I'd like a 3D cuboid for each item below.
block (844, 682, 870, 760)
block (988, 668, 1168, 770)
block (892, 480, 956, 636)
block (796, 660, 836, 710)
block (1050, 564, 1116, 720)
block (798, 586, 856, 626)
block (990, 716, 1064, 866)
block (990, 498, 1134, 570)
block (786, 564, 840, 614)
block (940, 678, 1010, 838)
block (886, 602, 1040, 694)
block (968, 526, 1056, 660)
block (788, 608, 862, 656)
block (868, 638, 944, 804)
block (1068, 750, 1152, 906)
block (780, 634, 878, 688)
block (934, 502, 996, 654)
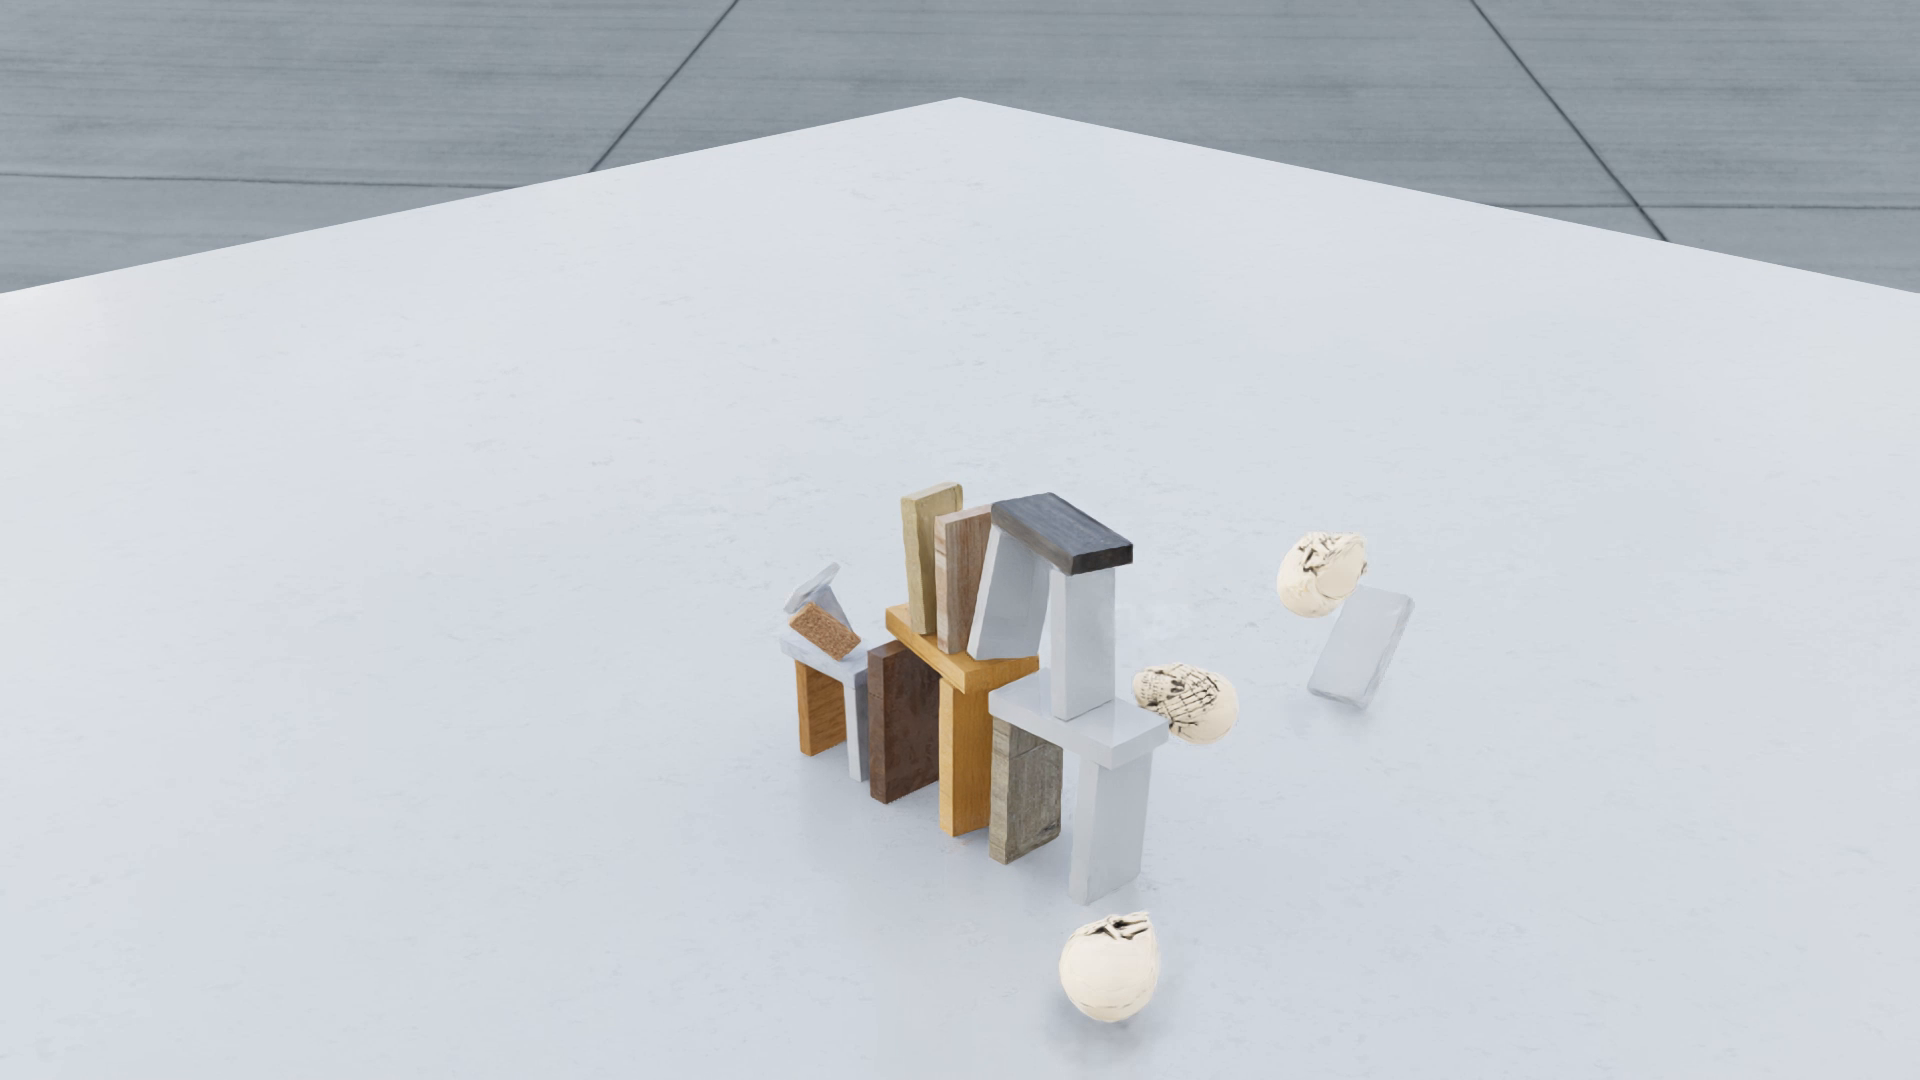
[{"bbox_3d":[-0.180,0.374,4.570,0.118,0.236,0.033,-22,32,-39],"label":"block"},{"bbox_3d":[0.220,0.331,4.117,0.157,0.044,0.313,-21,30,-40],"label":"block"},{"bbox_3d":[-0.046,0.035,4.342,0.039,0.275,0.137,-3,17,39],"label":"block"},{"bbox_3d":[-0.290,0.331,4.674,0.118,0.236,0.033,-21,31,-40],"label":"block"},{"bbox_3d":[0.227,0.175,4.052,0.135,0.291,0.038,-21,30,-40],"label":"block"},{"bbox_3d":[-0.270,0.160,4.498,0.019,0.135,0.068,24,67,45],"label":"block"},{"bbox_3d":[0.131,0.461,4.272,0.157,0.313,0.044,-21,32,-41],"label":"block"},{"bbox_3d":[0.187,-0.014,4.060,0.135,0.038,0.269,-7,22,-32],"label":"block"},{"bbox_3d":[-0.301,0.099,4.486,0.019,0.067,0.135,20,28,39],"label":"block"},{"bbox_3d":[0.043,0.413,4.361,0.166,0.332,0.047,-14,27,-30],"label":"block"},{"bbox_3d":[0.002,0.201,4.375,0.166,0.047,0.332,-12,26,-26],"label":"block"},{"bbox_3d":[0.104,0.098,4.191,0.135,0.269,0.038,-4,28,-26],"label":"block"},{"bbox_3d":[-0.274,0.185,4.453,0.135,0.067,0.019,21,40,-19],"label":"block"},{"bbox_3d":[-0.109,0.358,4.491,0.166,0.332,0.047,-21,30,-40],"label":"block"},{"bbox_3d":[0.284,0.520,4.131,0.157,0.313,0.044,-21,35,-41],"label":"block"},{"bbox_3d":[-0.252,0.234,4.558,0.118,0.033,0.236,-22,31,-39],"label":"block"},{"bbox_3d":[0.022,0.075,4.259,0.137,0.274,0.039,-16,26,-29],"label":"block"}]
